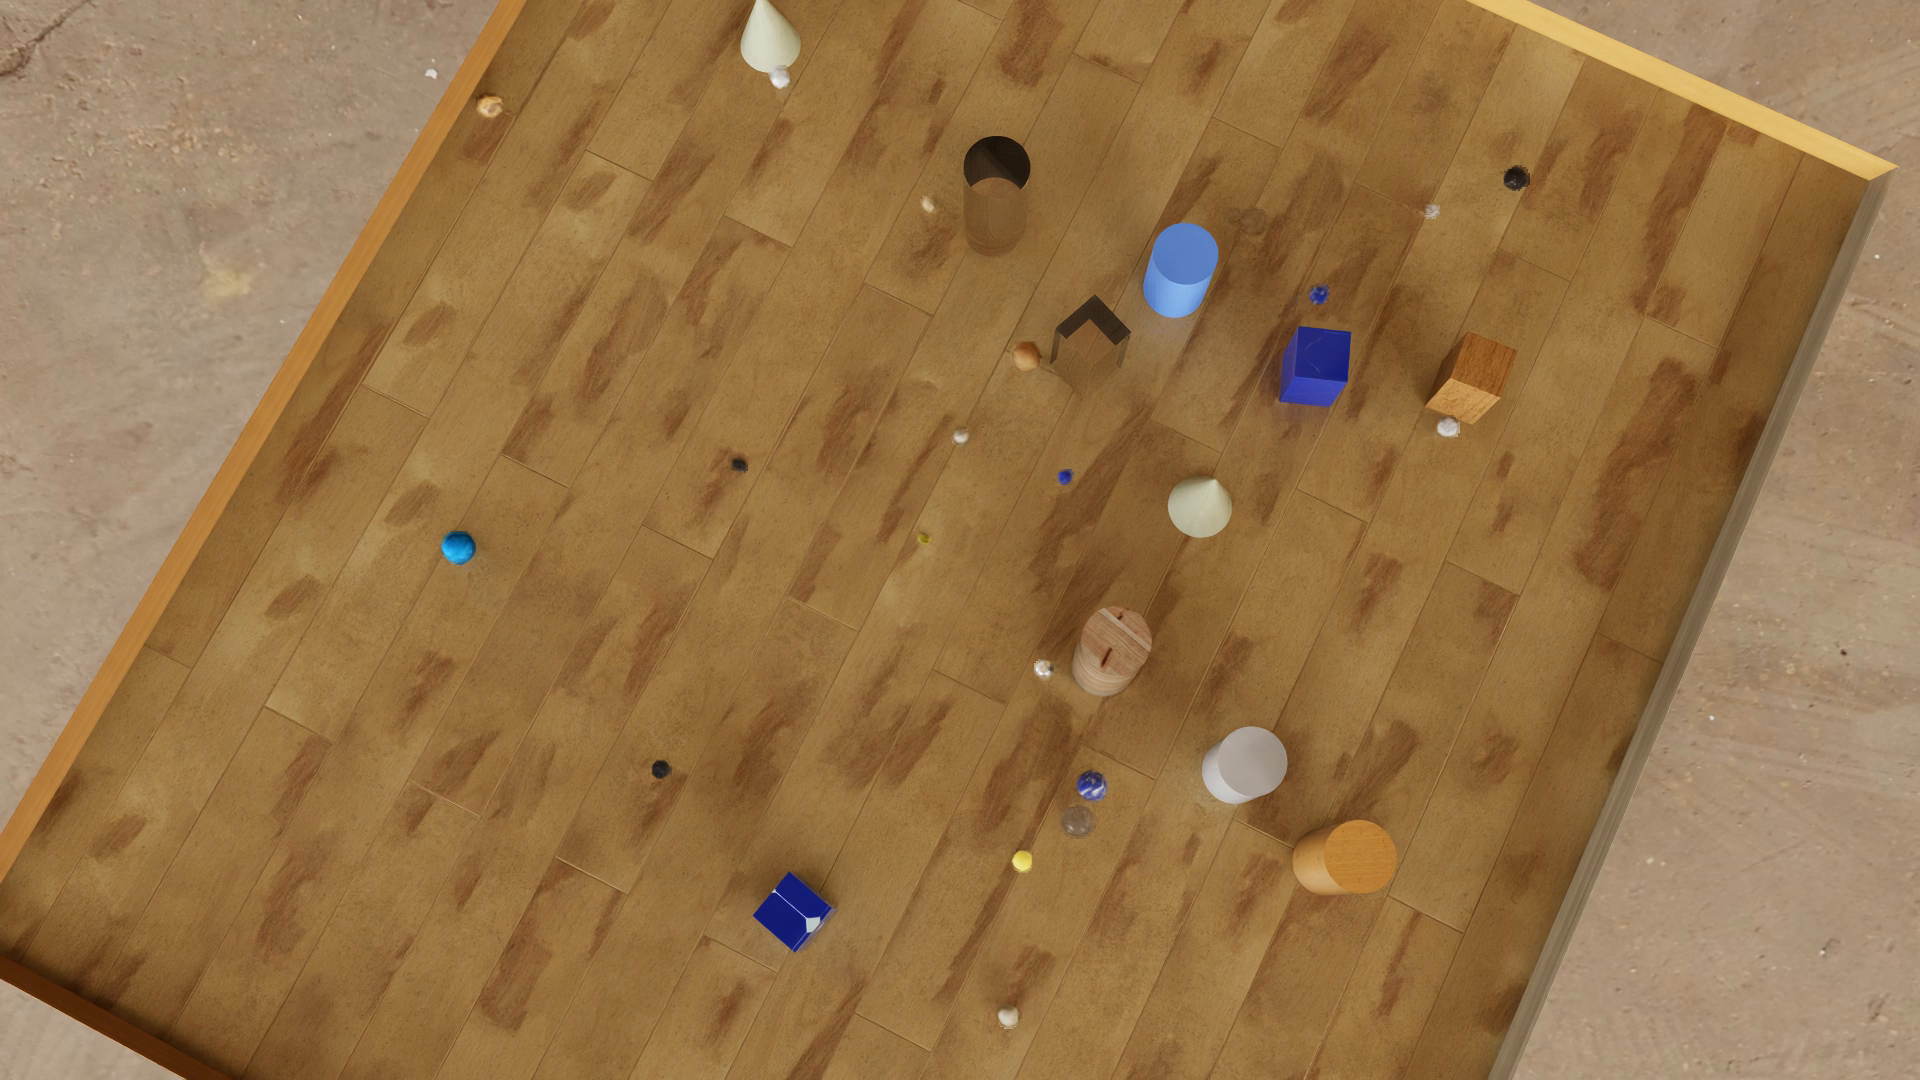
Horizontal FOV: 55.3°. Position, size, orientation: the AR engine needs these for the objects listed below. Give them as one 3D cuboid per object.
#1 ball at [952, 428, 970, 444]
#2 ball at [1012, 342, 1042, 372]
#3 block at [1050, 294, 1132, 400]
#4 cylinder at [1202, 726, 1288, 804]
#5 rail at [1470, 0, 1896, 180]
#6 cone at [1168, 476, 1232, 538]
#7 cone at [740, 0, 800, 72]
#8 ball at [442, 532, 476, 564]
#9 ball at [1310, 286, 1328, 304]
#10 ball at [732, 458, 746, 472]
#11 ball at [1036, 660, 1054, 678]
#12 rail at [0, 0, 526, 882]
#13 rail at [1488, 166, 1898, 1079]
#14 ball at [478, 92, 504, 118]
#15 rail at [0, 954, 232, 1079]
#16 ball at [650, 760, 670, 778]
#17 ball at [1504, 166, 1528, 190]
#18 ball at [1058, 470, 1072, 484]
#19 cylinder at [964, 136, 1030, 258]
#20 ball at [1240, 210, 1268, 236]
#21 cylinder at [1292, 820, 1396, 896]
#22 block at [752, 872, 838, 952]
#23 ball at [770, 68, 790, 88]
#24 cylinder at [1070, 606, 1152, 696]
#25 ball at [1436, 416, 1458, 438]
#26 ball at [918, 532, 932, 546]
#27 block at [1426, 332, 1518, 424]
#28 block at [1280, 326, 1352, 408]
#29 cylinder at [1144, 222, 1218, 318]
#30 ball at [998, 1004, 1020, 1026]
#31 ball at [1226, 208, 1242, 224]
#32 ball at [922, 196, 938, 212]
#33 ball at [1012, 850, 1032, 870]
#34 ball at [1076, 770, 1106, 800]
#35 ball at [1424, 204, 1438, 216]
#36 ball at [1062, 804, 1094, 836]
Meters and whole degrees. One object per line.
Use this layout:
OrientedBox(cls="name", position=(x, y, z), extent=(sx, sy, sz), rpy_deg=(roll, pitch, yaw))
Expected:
OrientedBox(cls="ball", position=(0.003, -0.322, 5.657), extent=(0.052, 0.052, 0.052), rpy_deg=(0, 78, 0))
OrientedBox(cls="ball", position=(0.206, -0.570, 5.688), extent=(0.091, 0.091, 0.091), rpy_deg=(0, 78, 0))
OrientedBox(cls="block", position=(0.391, -0.578, 5.548), extent=(0.157, 0.369, 0.157), rpy_deg=(-41, 81, -8))
OrientedBox(cls="cylinder", position=(0.820, 0.655, 5.307), extent=(0.196, 0.341, 0.196), rpy_deg=(0, 78, 0))
OrientedBox(cls="rail", position=(1.051, -2.052, 5.975), extent=(4.188, 0.128, 0.045), rpy_deg=(26, 80, 5))
OrientedBox(cls="cone", position=(0.739, -0.140, 5.463), extent=(0.196, 0.358, 0.196), rpy_deg=(0, 78, 0))
OrientedBox(cls="cone", position=(-0.615, -1.644, 5.782), extent=(0.196, 0.342, 0.196), rpy_deg=(0, 78, 0))
OrientedBox(cls="ball", position=(-1.520, 0.024, 5.561), extent=(0.098, 0.098, 0.098), rpy_deg=(0, 78, 0))
OrientedBox(cls="ball", position=(1.125, -0.767, 5.744), extent=(0.061, 0.061, 0.061), rpy_deg=(0, 78, 0))
OrientedBox(cls="ball", position=(-0.681, -0.232, 5.642), extent=(0.044, 0.044, 0.044), rpy_deg=(0, 78, 0))
OrientedBox(cls="ball", position=(0.254, 0.388, 5.508), extent=(0.056, 0.056, 0.056), rpy_deg=(0, 78, 0))
OrientedBox(cls="rail", position=(-1.852, -0.900, 5.737), extent=(0.045, 0.128, 4.750), rpy_deg=(26, 80, 5))
OrientedBox(cls="rail", position=(1.852, 0.913, 5.361), extent=(0.045, 0.128, 4.750), rpy_deg=(26, 80, 5))
OrientedBox(cls="ball", position=(-1.503, -1.392, 5.864), extent=(0.080, 0.080, 0.080), rpy_deg=(0, 78, 0))
OrientedBox(cls="rail", position=(-1.051, 2.066, 5.123), extent=(4.188, 0.128, 0.045), rpy_deg=(26, 80, 5))
OrientedBox(cls="ball", position=(-0.891, 0.682, 5.448), extent=(0.055, 0.055, 0.055), rpy_deg=(0, 78, 0))
OrientedBox(cls="ball", position=(1.764, -1.147, 5.817), extent=(0.073, 0.073, 0.073), rpy_deg=(0, 78, 0))
OrientedBox(cls="ball", position=(0.322, -0.193, 5.634), extent=(0.045, 0.045, 0.045), rpy_deg=(0, 78, 0))
OrientedBox(cls="cylinder", position=(0.108, -1.040, 5.586), extent=(0.196, 0.481, 0.196), rpy_deg=(0, 78, 0))
OrientedBox(cls="ball", position=(0.925, -0.999, 5.780), extent=(0.085, 0.085, 0.085), rpy_deg=(0, 78, 0))
OrientedBox(cls="cylinder", position=(1.081, 0.903, 5.183), extent=(0.196, 0.482, 0.196), rpy_deg=(0, 78, 0))
OrientedBox(cls="block", position=(-0.469, 1.068, 5.256), extent=(0.157, 0.274, 0.157), rpy_deg=(39, 81, 7))
OrientedBox(cls="ball", position=(-0.577, -1.487, 5.891), extent=(0.065, 0.065, 0.065), rpy_deg=(0, 78, 0))
OrientedBox(cls="cylinder", position=(0.433, 0.328, 5.307), extent=(0.196, 0.474, 0.196), rpy_deg=(0, 78, 0))
OrientedBox(cls="ball", position=(1.505, -0.349, 5.657), extent=(0.062, 0.062, 0.062), rpy_deg=(0, 78, 0))
OrientedBox(cls="ball", position=(-0.109, -0.004, 5.597), extent=(0.041, 0.041, 0.041), rpy_deg=(0, 78, 0))
OrientedBox(cls="block", position=(1.550, -0.489, 5.564), extent=(0.157, 0.301, 0.157), rpy_deg=(22, 79, 4))
OrientedBox(cls="block", position=(1.080, -0.526, 5.586), extent=(0.157, 0.272, 0.157), rpy_deg=(6, 78, 1))
OrientedBox(cls="cylinder", position=(0.675, -0.826, 5.632), extent=(0.196, 0.304, 0.196), rpy_deg=(0, 78, 0))
OrientedBox(cls="ball", position=(0.140, 1.374, 5.301), extent=(0.062, 0.062, 0.062), rpy_deg=(0, 78, 0))
OrientedBox(cls="ball", position=(0.867, -1.024, 5.804), extent=(0.048, 0.048, 0.048), rpy_deg=(0, 78, 0))
OrientedBox(cls="ball", position=(-0.094, -1.066, 5.811), extent=(0.052, 0.052, 0.052), rpy_deg=(0, 78, 0))
OrientedBox(cls="ball", position=(0.184, 0.943, 5.392), extent=(0.058, 0.058, 0.058), rpy_deg=(0, 78, 0))
OrientedBox(cls="ball", position=(0.390, 0.726, 5.422), extent=(0.088, 0.088, 0.088), rpy_deg=(0, 78, 0))
OrientedBox(cls="ball", position=(1.493, -1.046, 5.813), extent=(0.040, 0.040, 0.040), rpy_deg=(0, 78, 0))
OrientedBox(cls="ball", position=(0.347, 0.827, 5.397), extent=(0.094, 0.094, 0.094), rpy_deg=(0, 78, 0))
